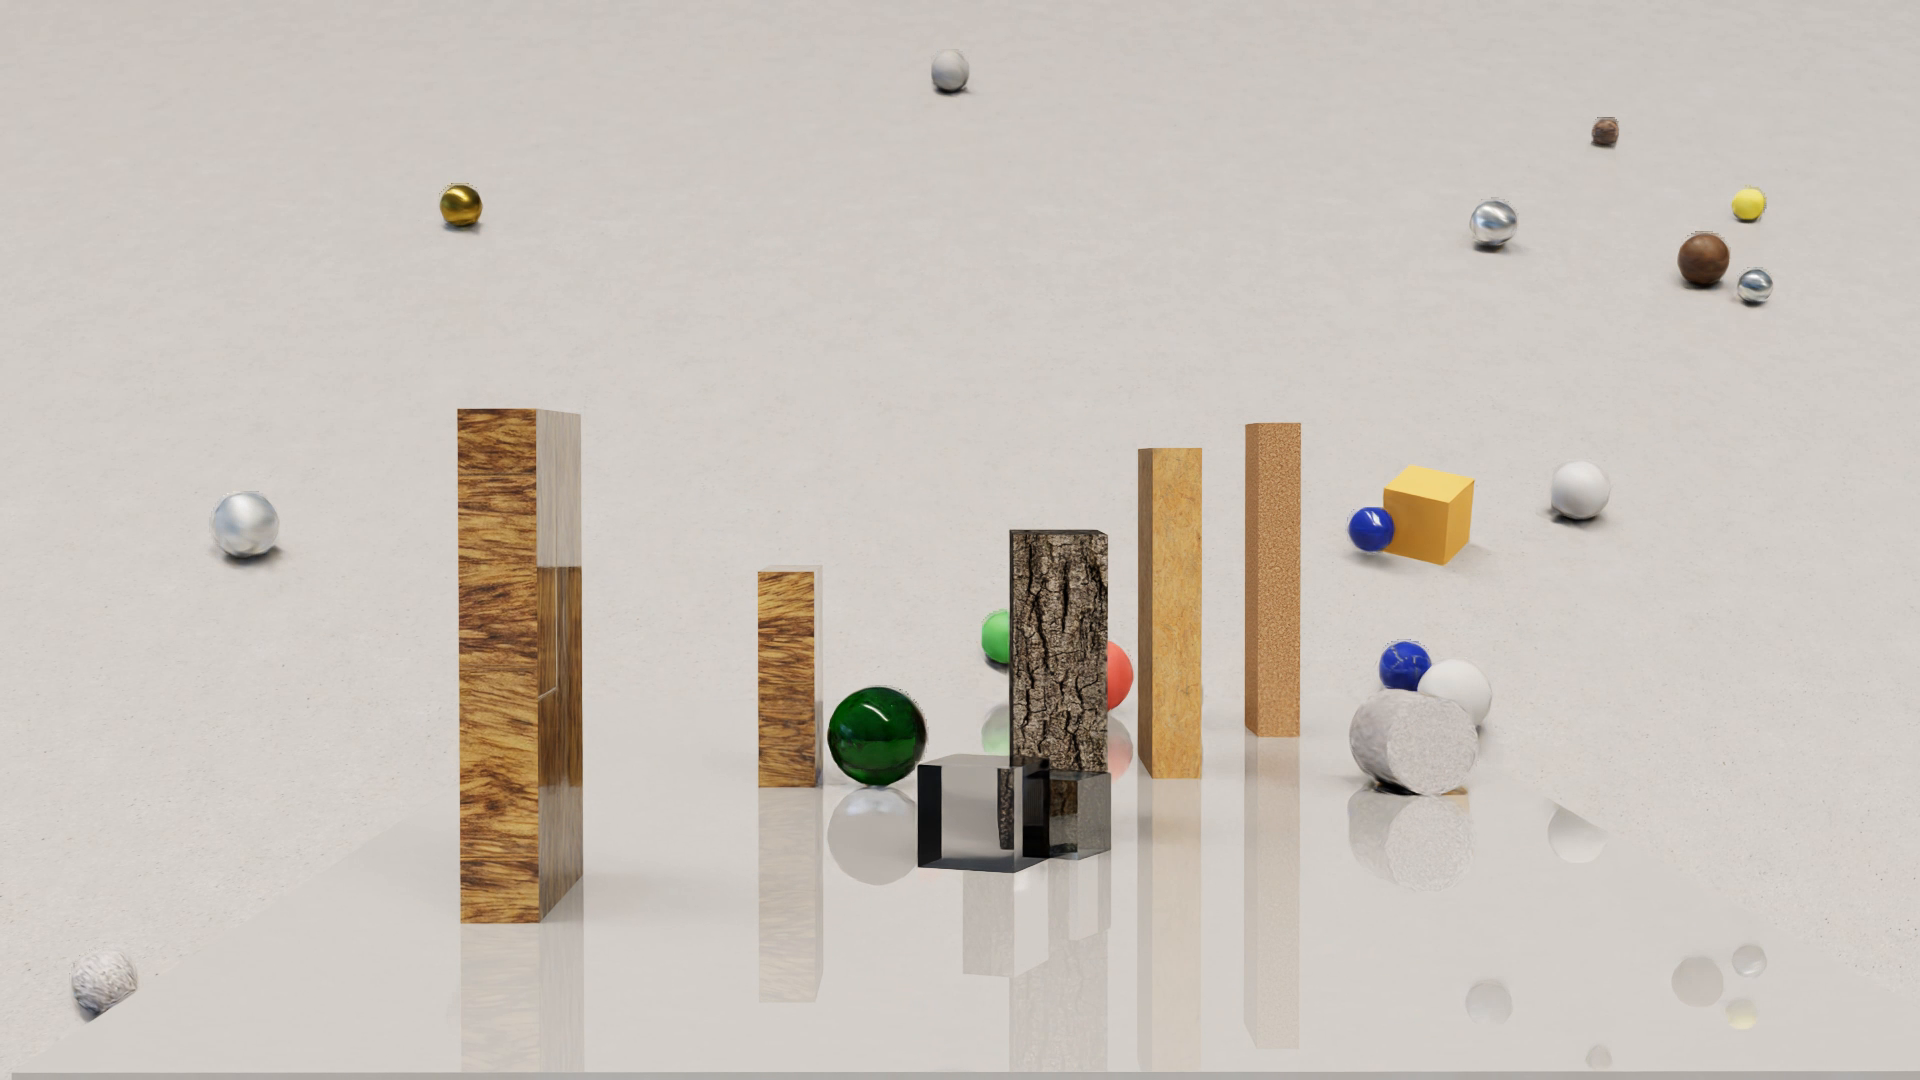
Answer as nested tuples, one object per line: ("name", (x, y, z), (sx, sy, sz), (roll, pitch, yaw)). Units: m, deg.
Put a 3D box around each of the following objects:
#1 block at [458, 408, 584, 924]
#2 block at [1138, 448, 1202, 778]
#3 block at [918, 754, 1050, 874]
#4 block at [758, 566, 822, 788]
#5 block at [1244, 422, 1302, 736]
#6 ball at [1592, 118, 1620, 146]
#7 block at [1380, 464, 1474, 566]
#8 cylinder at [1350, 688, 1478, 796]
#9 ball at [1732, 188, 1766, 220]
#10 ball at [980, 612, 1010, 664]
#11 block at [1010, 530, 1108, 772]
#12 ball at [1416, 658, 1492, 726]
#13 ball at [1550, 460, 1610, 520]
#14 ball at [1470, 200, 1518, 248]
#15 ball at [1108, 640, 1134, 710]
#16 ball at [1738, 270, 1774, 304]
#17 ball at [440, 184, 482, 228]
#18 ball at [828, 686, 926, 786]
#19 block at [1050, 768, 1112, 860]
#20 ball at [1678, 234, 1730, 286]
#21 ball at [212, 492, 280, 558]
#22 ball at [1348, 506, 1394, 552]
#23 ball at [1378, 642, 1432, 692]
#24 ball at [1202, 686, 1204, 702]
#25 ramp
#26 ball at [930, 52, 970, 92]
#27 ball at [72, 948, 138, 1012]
("block", (-0.604, 0.160, 3.571), (0.103, 0.674, 0.403), (0, 2, 0))
("block", (0.414, 0.134, 5.113), (0.093, 0.631, 0.403), (0, 2, 0))
("block", (0.037, 0.410, 3.886), (0.154, 0.154, 0.154), (1, 2, 22))
("block", (-0.323, 0.255, 4.932), (0.105, 0.402, 0.294), (0, 2, 0))
("block", (0.701, 0.084, 5.789), (0.093, 0.690, 0.263), (0, 2, 0))
("ball", (2.841, -1.794, 11.341), (0.119, 0.119, 0.119), (0, 25, 0))
("block", (1.370, -0.074, 7.564), (0.201, 0.201, 0.201), (14, 29, 28))
("cylinder", (0.835, 0.371, 4.754), (0.179, 0.179, 0.179), (-6, 3, -13))
("ball", (3.178, -1.353, 10.389), (0.128, 0.128, 0.128), (0, 25, 0))
("ball", (0.123, 0.262, 6.920), (0.138, 0.138, 0.138), (0, 25, 0))
("block", (0.159, 0.232, 4.234), (0.149, 0.490, 0.334), (0, 2, 0))
("ball", (1.259, 0.397, 6.567), (0.191, 0.191, 0.191), (0, 25, 0))
("ball", (1.864, -0.150, 7.752), (0.178, 0.178, 0.178), (0, 25, 0))
("ball", (2.085, -1.236, 10.072), (0.183, 0.183, 0.183), (0, 25, 0))
("ball", (0.328, 0.327, 6.214), (0.179, 0.179, 0.179), (0, 25, 0))
("ball", (2.928, -0.933, 9.491), (0.126, 0.126, 0.126), (0, 25, 0))
("ball", (-1.993, -1.333, 10.297), (0.169, 0.169, 0.169), (0, 25, 0))
("ball", (-0.155, 0.366, 4.819), (0.186, 0.186, 0.186), (0, 25, 0))
("block", (0.153, 0.423, 3.990), (0.122, 0.122, 0.122), (1, 2, 28))
("ball", (2.790, -1.053, 9.669), (0.192, 0.192, 0.192), (0, 25, 0))
("ball", (-2.081, -0.043, 7.510), (0.190, 0.190, 0.190), (0, 25, 0))
("ball", (1.195, -0.031, 7.485), (0.134, 0.134, 0.134), (0, 25, 0))
("ball", (1.167, 0.337, 6.753), (0.141, 0.141, 0.141), (0, 25, 0))
("ball", (0.493, 0.356, 5.936), (0.138, 0.138, 0.138), (0, 25, 0))
("ramp", (0.057, 0.517, 4.557), (2.000, 0.100, 4.000), (0, 2, 0))
("ball", (-0.046, -2.209, 12.149), (0.188, 0.188, 0.188), (0, 25, 0))
("ball", (-1.817, 0.936, 5.478), (0.136, 0.136, 0.136), (0, 25, 0))
